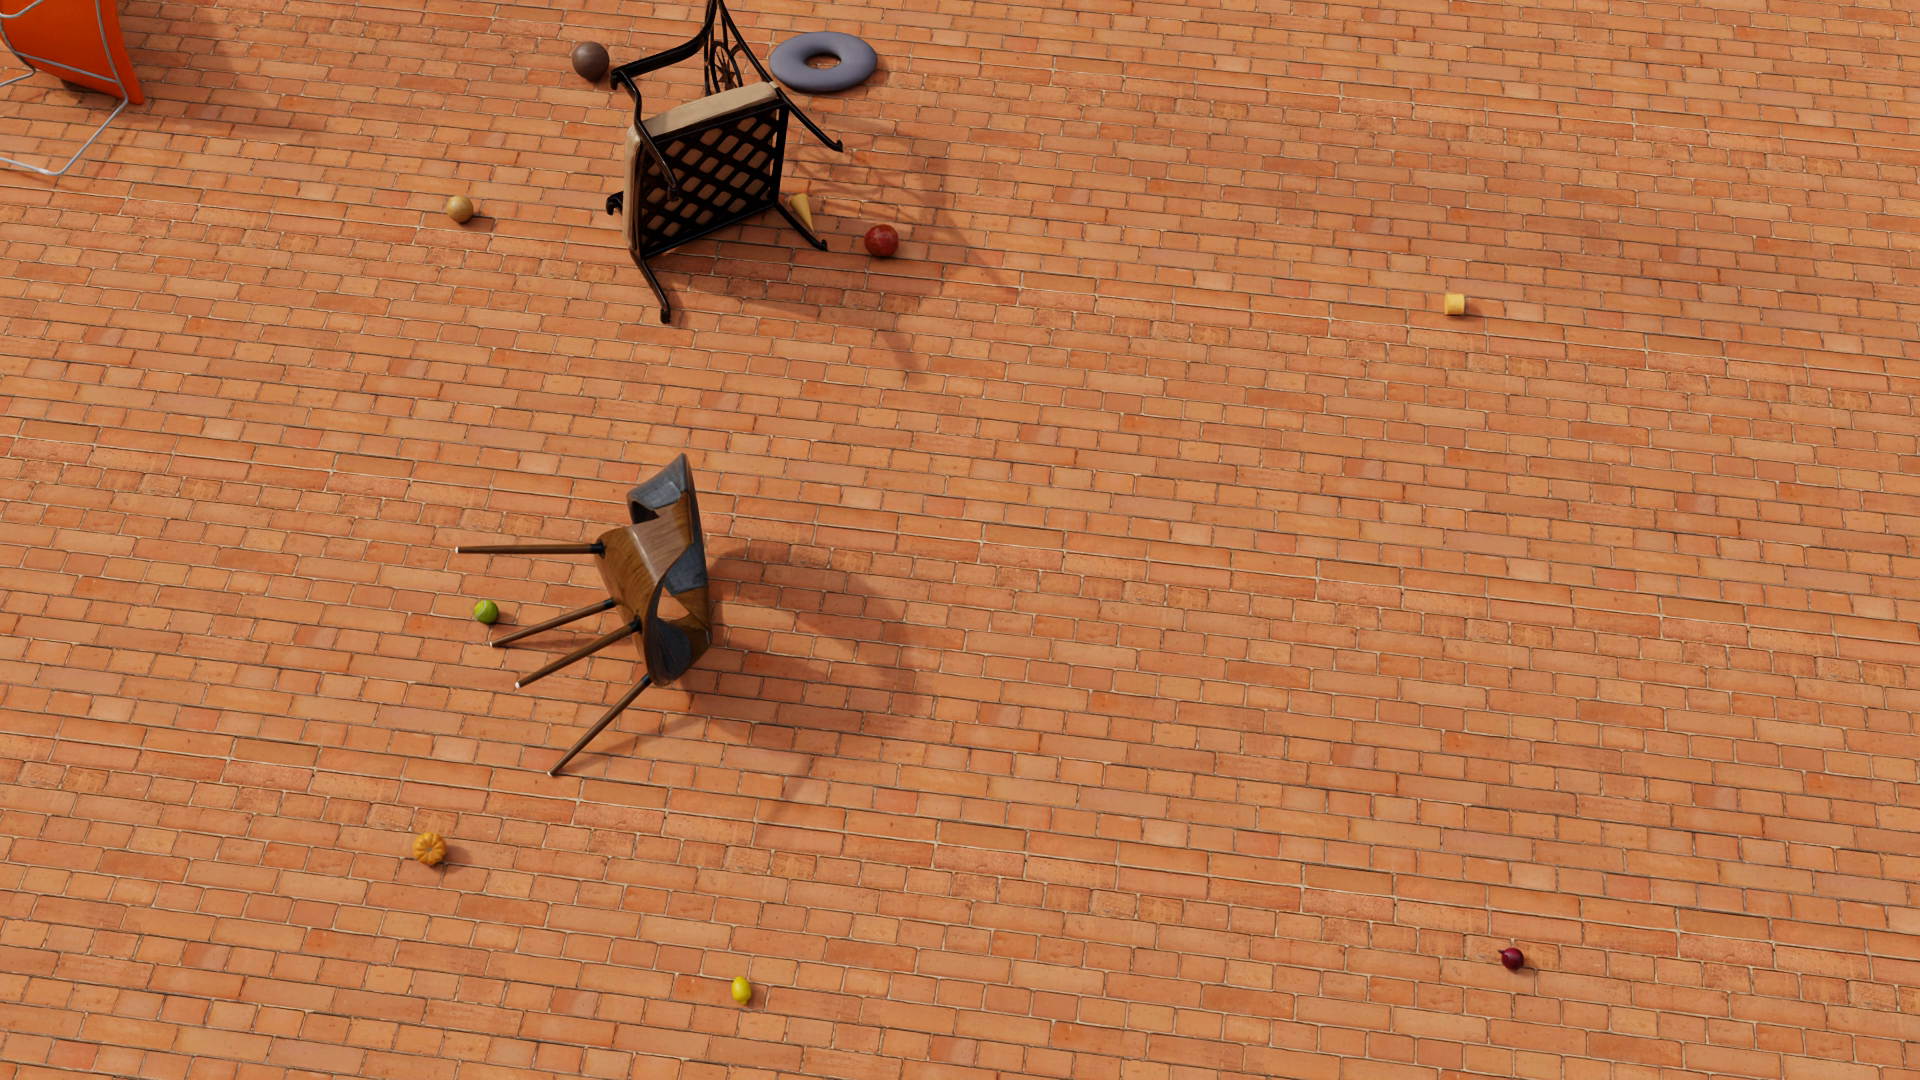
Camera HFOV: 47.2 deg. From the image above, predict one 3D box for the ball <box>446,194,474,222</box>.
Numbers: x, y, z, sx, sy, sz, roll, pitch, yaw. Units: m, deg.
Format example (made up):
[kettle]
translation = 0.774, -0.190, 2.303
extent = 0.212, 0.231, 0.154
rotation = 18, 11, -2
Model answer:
[ball]
translation = -1.649, -1.093, 7.253
extent = 0.090, 0.090, 0.090
rotation = 0, 56, 0

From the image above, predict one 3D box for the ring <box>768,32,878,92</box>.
[ring]
translation = -0.477, -1.666, 7.655
extent = 0.379, 0.062, 0.283
rotation = -3, 56, -2
